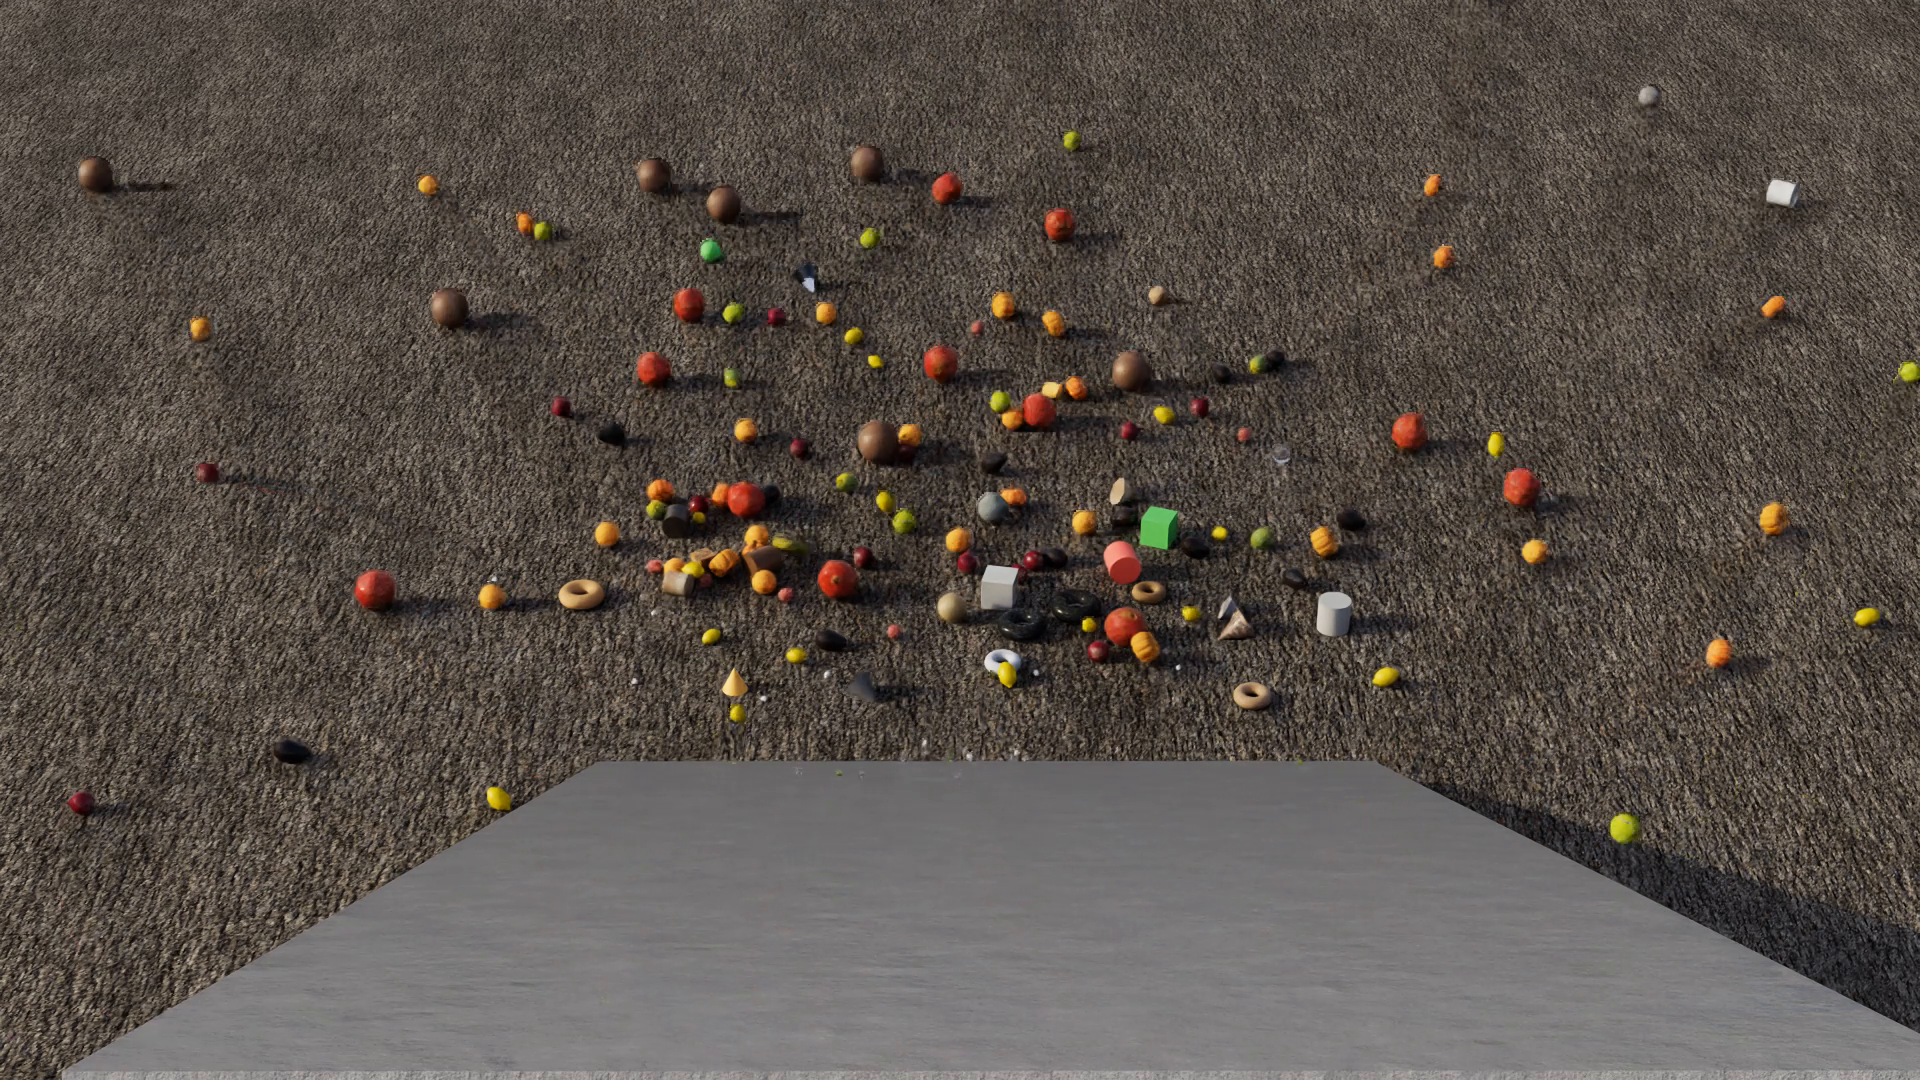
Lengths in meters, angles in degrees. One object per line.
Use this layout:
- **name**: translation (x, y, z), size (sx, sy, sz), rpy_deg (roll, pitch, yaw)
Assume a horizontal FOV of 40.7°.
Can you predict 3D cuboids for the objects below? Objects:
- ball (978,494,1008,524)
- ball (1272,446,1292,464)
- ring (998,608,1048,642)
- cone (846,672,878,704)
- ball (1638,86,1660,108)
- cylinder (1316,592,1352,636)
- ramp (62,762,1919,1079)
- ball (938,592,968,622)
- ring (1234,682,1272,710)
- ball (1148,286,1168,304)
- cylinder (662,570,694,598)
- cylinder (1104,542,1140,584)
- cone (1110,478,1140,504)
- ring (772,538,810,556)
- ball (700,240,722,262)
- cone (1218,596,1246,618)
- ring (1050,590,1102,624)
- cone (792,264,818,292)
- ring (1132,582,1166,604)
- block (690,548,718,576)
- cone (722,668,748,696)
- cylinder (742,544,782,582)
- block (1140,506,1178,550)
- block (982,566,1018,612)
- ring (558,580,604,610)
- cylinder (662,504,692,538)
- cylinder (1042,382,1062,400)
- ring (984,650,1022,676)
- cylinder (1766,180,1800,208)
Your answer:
- **ball**: translation (0.102, -0.097, 7.879), size (0.091, 0.091, 0.091), rpy_deg (0, 31, 0)
- **ball**: translation (1.019, -0.271, 8.202), size (0.059, 0.059, 0.059), rpy_deg (0, 31, 0)
- **ring**: translation (0.177, 0.241, 7.356), size (0.143, 0.048, 0.143), rpy_deg (-1, 30, 0)
- **cone**: translation (-0.251, 0.419, 7.067), size (0.083, 0.083, 0.083), rpy_deg (-29, 68, -39)
- **ball**: translation (2.881, -1.852, 10.823), size (0.088, 0.088, 0.088), rpy_deg (0, 31, 0)
- **cylinder**: translation (1.063, 0.210, 7.362), size (0.092, 0.092, 0.092), rpy_deg (0, 31, 0)
- **ramp**: translation (0.069, 0.610, 4.681), size (2.000, 0.100, 4.000), rpy_deg (0, 0, 0)
- **ball**: translation (-0.022, 0.193, 7.400), size (0.084, 0.084, 0.084), rpy_deg (0, 31, 0)
- **ring**: translation (0.798, 0.425, 7.059), size (0.106, 0.035, 0.106), rpy_deg (-1, 32, 0)
- **ball**: translation (0.704, -0.870, 9.198), size (0.067, 0.067, 0.067), rpy_deg (0, 31, 0)
- **cylinder**: translation (-0.818, 0.127, 7.526), size (0.068, 0.068, 0.068), rpy_deg (10, 32, 16)
- **cylinder**: translation (0.476, 0.067, 7.603), size (0.093, 0.093, 0.093), rpy_deg (-5, 31, -8)
- **cone**: translation (0.523, -0.138, 7.998), size (0.087, 0.087, 0.087), rpy_deg (18, 24, -24)
- **ring**: translation (-0.504, 0.020, 7.689), size (0.117, 0.039, 0.117), rpy_deg (12, -4, 1)
- **ball**: translation (-0.916, -1.060, 9.506), size (0.077, 0.077, 0.077), rpy_deg (0, 31, 0)
- **cone**: translation (0.789, 0.208, 7.425), size (0.071, 0.071, 0.071), rpy_deg (26, 31, -8)
- **ring**: translation (0.333, 0.191, 7.438), size (0.147, 0.049, 0.147), rpy_deg (1, 31, -1)
- **cone**: translation (-0.542, -0.925, 9.313), size (0.097, 0.097, 0.097), rpy_deg (-11, 59, -18)
- **ring**: translation (0.548, 0.153, 7.518), size (0.098, 0.033, 0.098), rpy_deg (-1, 31, 1)
- **block**: translation (-0.756, 0.064, 7.644), size (0.055, 0.055, 0.055), rpy_deg (-22, 37, -32)
- **cone**: translation (-0.618, 0.379, 7.101), size (0.070, 0.070, 0.070), rpy_deg (0, 31, 0)
- **cylinder**: translation (-0.582, 0.068, 7.605), size (0.088, 0.088, 0.088), rpy_deg (-22, 37, -32)
- **block**: translation (0.598, -0.037, 7.782), size (0.087, 0.087, 0.087), rpy_deg (12, 33, 19)
- **block**: translation (0.116, 0.140, 7.482), size (0.092, 0.092, 0.092), rpy_deg (6, 31, 10)
- **ring**: translation (-1.095, 0.158, 7.496), size (0.134, 0.045, 0.134), rpy_deg (-1, 29, 0)
- **cylinder**: translation (-0.856, -0.056, 7.824), size (0.077, 0.077, 0.077), rpy_deg (1, 31, 2)
- **cylinder**: translation (0.308, -0.497, 8.586), size (0.052, 0.052, 0.052), rpy_deg (13, 33, 20)
- **ring**: translation (0.120, 0.341, 7.201), size (0.104, 0.035, 0.104), rpy_deg (0, 32, 0)
- **cylinder**: translation (3.159, -1.329, 9.938), size (0.093, 0.093, 0.093), rpy_deg (21, 37, 31)
